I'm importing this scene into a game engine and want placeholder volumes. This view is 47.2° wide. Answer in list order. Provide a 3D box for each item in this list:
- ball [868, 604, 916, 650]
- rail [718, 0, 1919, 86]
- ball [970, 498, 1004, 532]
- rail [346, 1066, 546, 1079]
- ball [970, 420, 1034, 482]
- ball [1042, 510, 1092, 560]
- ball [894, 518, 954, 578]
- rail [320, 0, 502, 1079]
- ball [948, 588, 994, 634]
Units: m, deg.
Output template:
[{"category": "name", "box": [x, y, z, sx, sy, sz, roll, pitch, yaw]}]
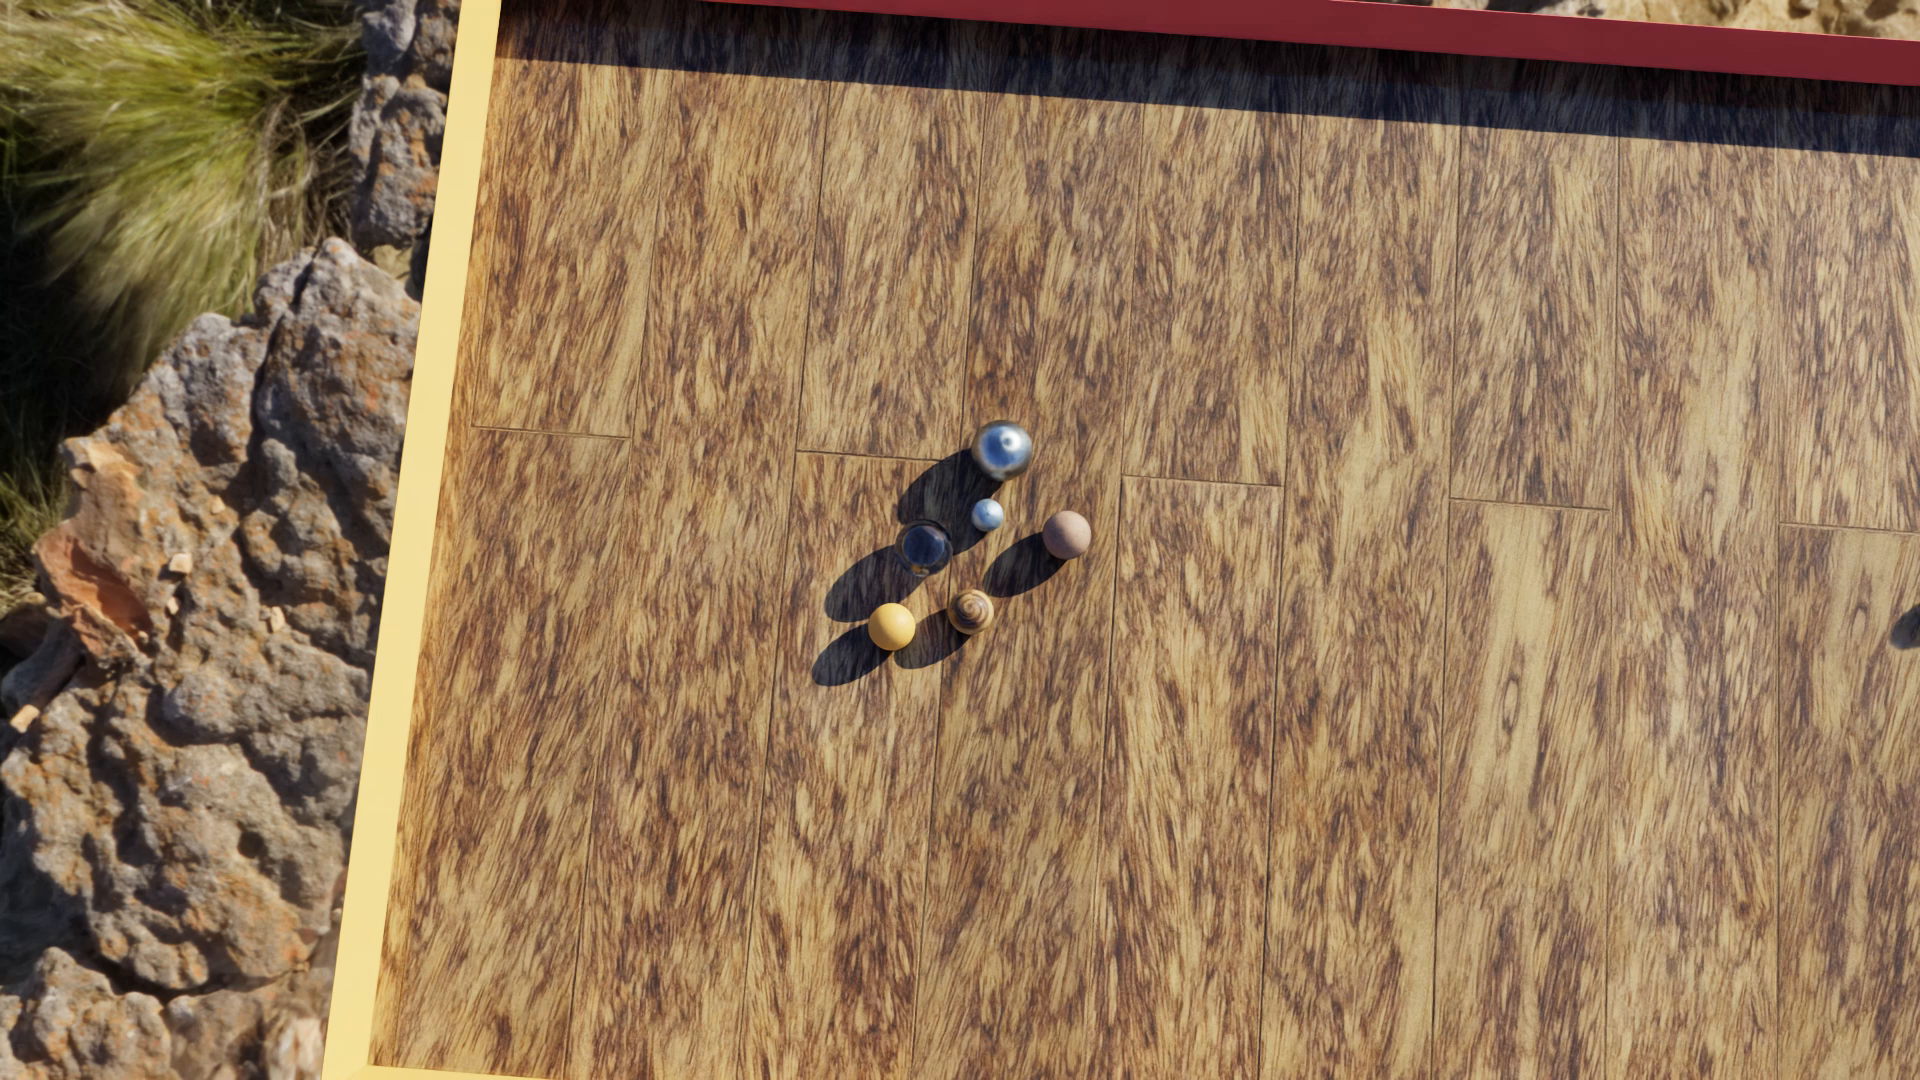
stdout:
[{"category": "ball", "box": [-0.102, 0.129, 3.275, 0.071, 0.071, 0.071, 0, 78, 0]}, {"category": "rail", "box": [0.890, -0.774, 3.435, 3.315, 0.122, 0.045, 4, 78, 1]}, {"category": "ball", "box": [0.041, -0.037, 3.320, 0.050, 0.050, 0.050, 0, 78, 0]}, {"category": "rail", "box": [0.762, 0.886, 3.092, 3.315, 0.122, 0.045, 4, 78, 1]}, {"category": "ball", "box": [0.063, -0.135, 3.318, 0.094, 0.094, 0.094, 0, 78, 0]}, {"category": "ball", "box": [0.160, -0.007, 3.302, 0.074, 0.074, 0.074, 0, 78, 0]}, {"category": "ball", "box": [-0.054, 0.012, 3.290, 0.088, 0.088, 0.088, 0, 78, 0]}, {"category": "rail", "box": [-0.803, -0.064, 3.288, 0.045, 0.122, 1.747, 4, 78, 1]}, {"category": "ball", "box": [0.016, 0.107, 3.281, 0.068, 0.068, 0.068, 0, 78, 0]}]
